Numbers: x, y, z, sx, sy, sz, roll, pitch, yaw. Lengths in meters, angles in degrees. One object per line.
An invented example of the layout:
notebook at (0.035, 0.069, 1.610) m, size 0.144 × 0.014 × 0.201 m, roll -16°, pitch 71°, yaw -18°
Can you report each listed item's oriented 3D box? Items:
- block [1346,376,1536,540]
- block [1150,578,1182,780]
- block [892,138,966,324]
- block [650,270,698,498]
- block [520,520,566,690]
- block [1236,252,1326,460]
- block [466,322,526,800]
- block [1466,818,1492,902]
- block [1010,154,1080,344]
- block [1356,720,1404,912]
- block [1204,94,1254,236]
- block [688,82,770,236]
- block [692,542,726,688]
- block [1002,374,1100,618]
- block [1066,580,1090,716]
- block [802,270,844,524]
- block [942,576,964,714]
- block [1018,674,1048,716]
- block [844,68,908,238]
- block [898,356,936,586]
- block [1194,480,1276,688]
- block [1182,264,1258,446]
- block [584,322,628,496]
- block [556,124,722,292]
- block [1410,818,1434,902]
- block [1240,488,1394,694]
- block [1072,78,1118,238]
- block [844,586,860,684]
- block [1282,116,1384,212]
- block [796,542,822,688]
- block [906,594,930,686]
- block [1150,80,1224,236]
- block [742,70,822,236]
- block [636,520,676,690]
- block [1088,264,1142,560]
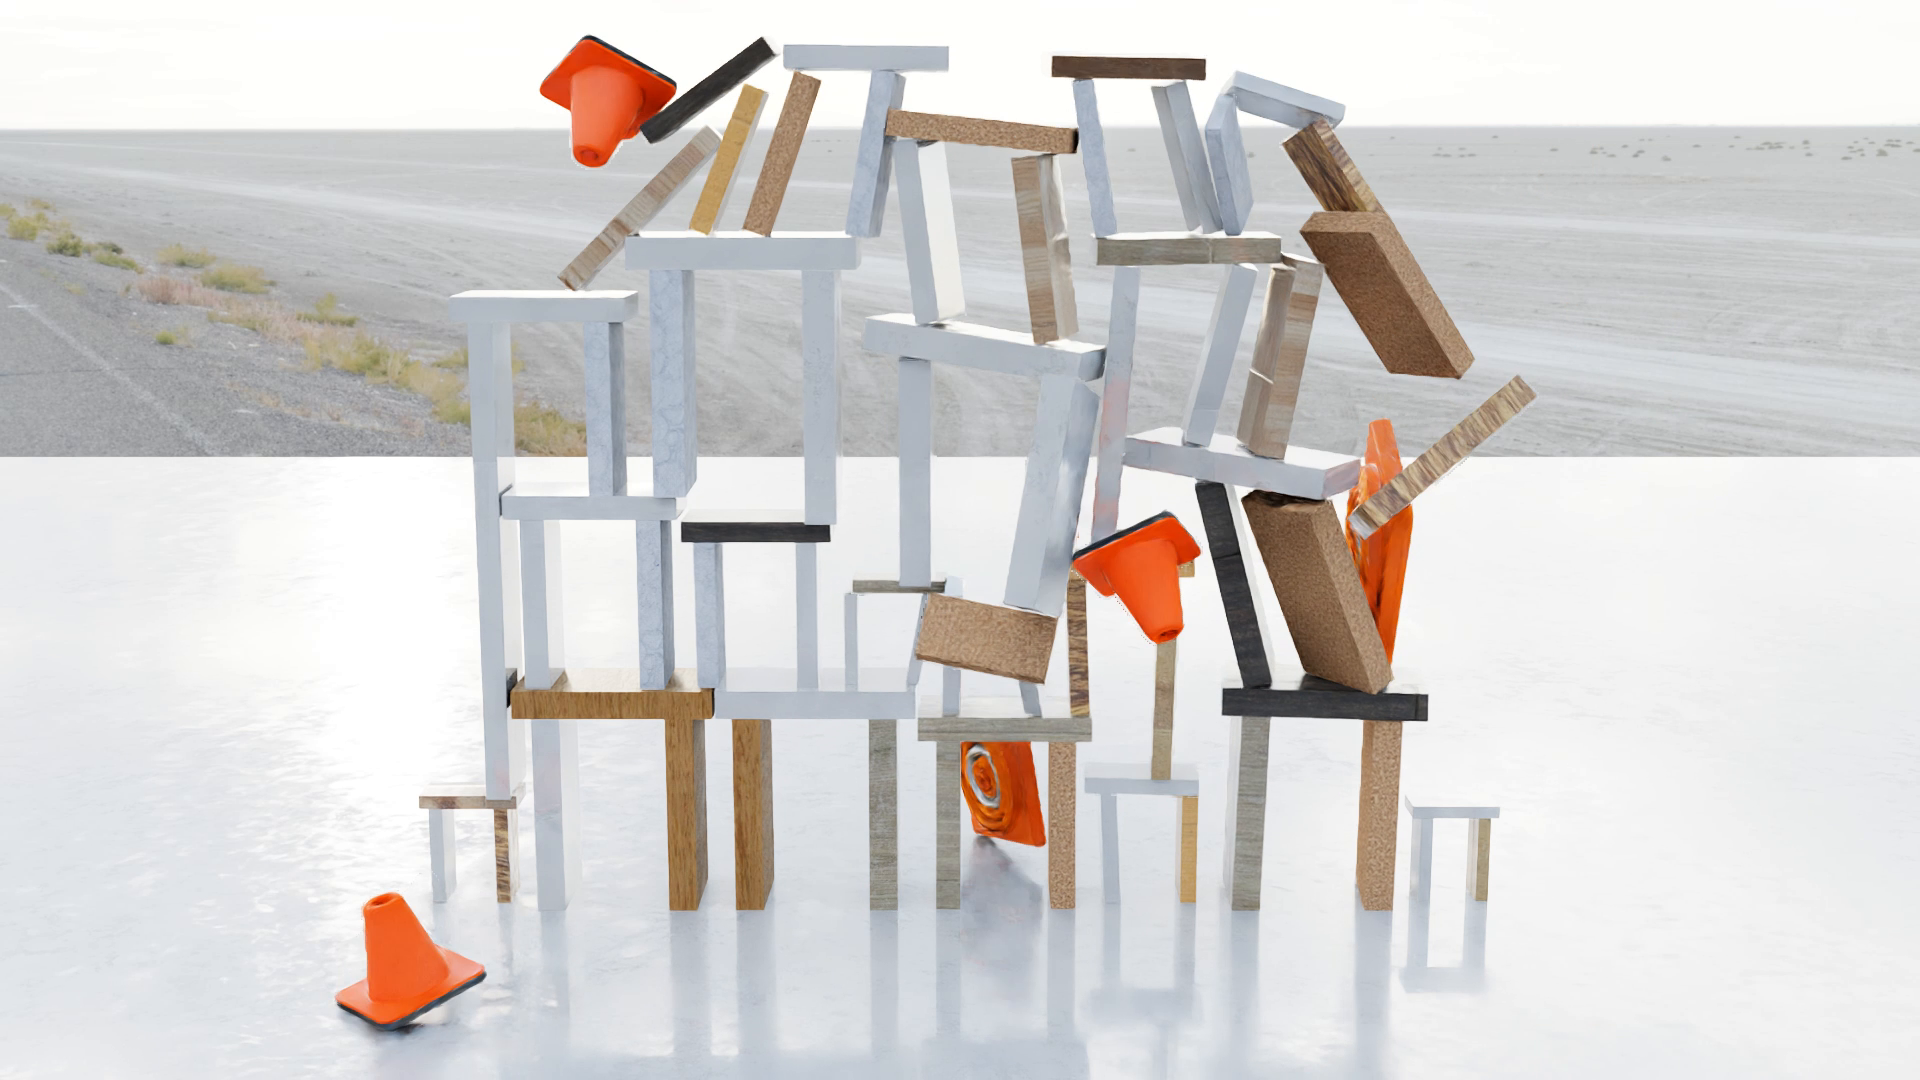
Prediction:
block at (0.725, -0.123, 3.322) m, size 0.306 × 0.043 × 0.153 m, roll -40°, pitch -6°, yaw -2°
block at (0.338, 0.216, 3.594) m, size 0.032 × 0.333 × 0.112 m, roll 3°, pitch 10°, yaw 8°
block at (-0.048, -0.485, 3.453) m, size 0.040 × 0.282 × 0.141 m, roll -5°, pitch 7°, yaw 18°
block at (-0.458, -0.258, 3.519) m, size 0.050 × 0.356 × 0.178 m, roll 0°, pitch 11°, yaw -1°
block at (-0.679, 0.092, 3.580) m, size 0.039 × 0.276 × 0.138 m, roll 0°, pitch 11°, yaw 0°
block at (0.502, -0.292, 3.454) m, size 0.043 × 0.306 × 0.153 m, roll 9°, pitch 11°, yaw -8°
block at (-0.750, 0.028, 3.569) m, size 0.039 × 0.775 × 0.137 m, roll 0°, pitch 11°, yaw 0°
block at (0.862, 0.520, 3.655) m, size 0.020 × 0.142 × 0.071 m, roll 0°, pitch 11°, yaw 0°
block at (0.133, -0.452, 3.398) m, size 0.040 × 0.282 × 0.141 m, roll -4°, pitch 10°, yaw 17°
block at (0.692, 0.429, 3.634) m, size 0.046 × 0.326 × 0.163 m, roll 2°, pitch 12°, yaw 5°
block at (0.417, -0.578, 3.399) m, size 0.026 × 0.203 × 0.090 m, roll 4°, pitch 47°, yaw 23°
block at (-0.362, -0.598, 3.455) m, size 0.034 × 0.239 × 0.120 m, roll 22°, pitch 10°, yaw -4°
block at (-0.408, 0.110, 3.583) m, size 0.034 × 0.239 × 0.119 m, roll 0°, pitch 11°, yaw 0°
block at (0.141, -0.064, 3.334) m, size 0.049 × 0.348 × 0.174 m, roll 9°, pitch -3°, yaw 17°
block at (0.191, 0.163, 3.592) m, size 0.032 × 0.224 × 0.112 m, roll -2°, pitch 11°, yaw 2°
block at (-0.219, -0.237, 3.521) m, size 0.050 × 0.400 × 0.178 m, roll 0°, pitch 11°, yaw 0°
block at (-0.011, 0.171, 3.582) m, size 0.029 × 0.202 × 0.101 m, roll 2°, pitch 17°, yaw 1°
block at (0.117, 0.199, 3.482) m, size 0.029 × 0.101 × 0.202 m, roll 6°, pitch -21°, yaw 8°
block at (-0.131, -0.603, 3.443) m, size 0.036 × 0.255 × 0.127 m, roll 11°, pitch 10°, yaw 5°
block at (-0.068, -0.120, 3.540) m, size 0.049 × 0.362 × 0.174 m, roll 0°, pitch 11°, yaw 2°
block at (0.449, 0.056, 3.573) m, size 0.048 × 0.336 × 0.168 m, roll -13°, pitch 9°, yaw 12°
block at (0.413, -0.302, 3.512) m, size 0.041 × 0.286 × 0.143 m, roll 14°, pitch 12°, yaw 0°
block at (-0.567, -0.217, 3.521) m, size 0.039 × 0.275 × 0.137 m, roll 0°, pitch 11°, yaw 1°
block at (-0.499, -0.523, 3.468) m, size 0.333 × 0.034 × 0.120 m, roll -45°, pitch 7°, yaw 5°
block at (0.767, 0.520, 3.655) m, size 0.020 × 0.142 × 0.071 m, roll 0°, pitch 11°, yaw 0°
block at (0.568, 0.078, 3.495) m, size 0.048 × 0.336 × 0.168 m, roll -34°, pitch 26°, yaw -22°
block at (0.211, -0.601, 3.445) m, size 0.034 × 0.240 × 0.120 m, roll -8°, pitch 14°, yaw 6°
block at (-0.176, 0.155, 3.589) m, size 0.021 × 0.149 × 0.075 m, roll 0°, pitch 11°, yaw 0°
block at (0.574, -0.554, 3.377) m, size 0.026 × 0.180 × 0.090 m, roll -36°, pitch 4°, yaw -24°
block at (-0.245, 0.110, 3.583) m, size 0.034 × 0.239 × 0.119 m, roll 0°, pitch 11°, yaw 0°
block at (-0.063, 0.155, 3.589) m, size 0.021 × 0.149 × 0.075 m, roll 11°, pitch 11°, yaw 0°
block at (0.359, -0.607, 3.482) m, size 0.034 × 0.240 × 0.120 m, roll -17°, pitch 14°, yaw -3°
block at (-0.278, -0.605, 3.444) m, size 0.036 × 0.255 × 0.127 m, roll 19°, pitch 10°, yaw -3°
block at (-0.495, 0.092, 3.580) m, size 0.039 × 0.276 × 0.138 m, roll 0°, pitch 11°, yaw 0°
block at (0.248, -0.209, 3.519) m, size 0.041 × 0.464 × 0.143 m, roll 5°, pitch 10°, yaw 4°
